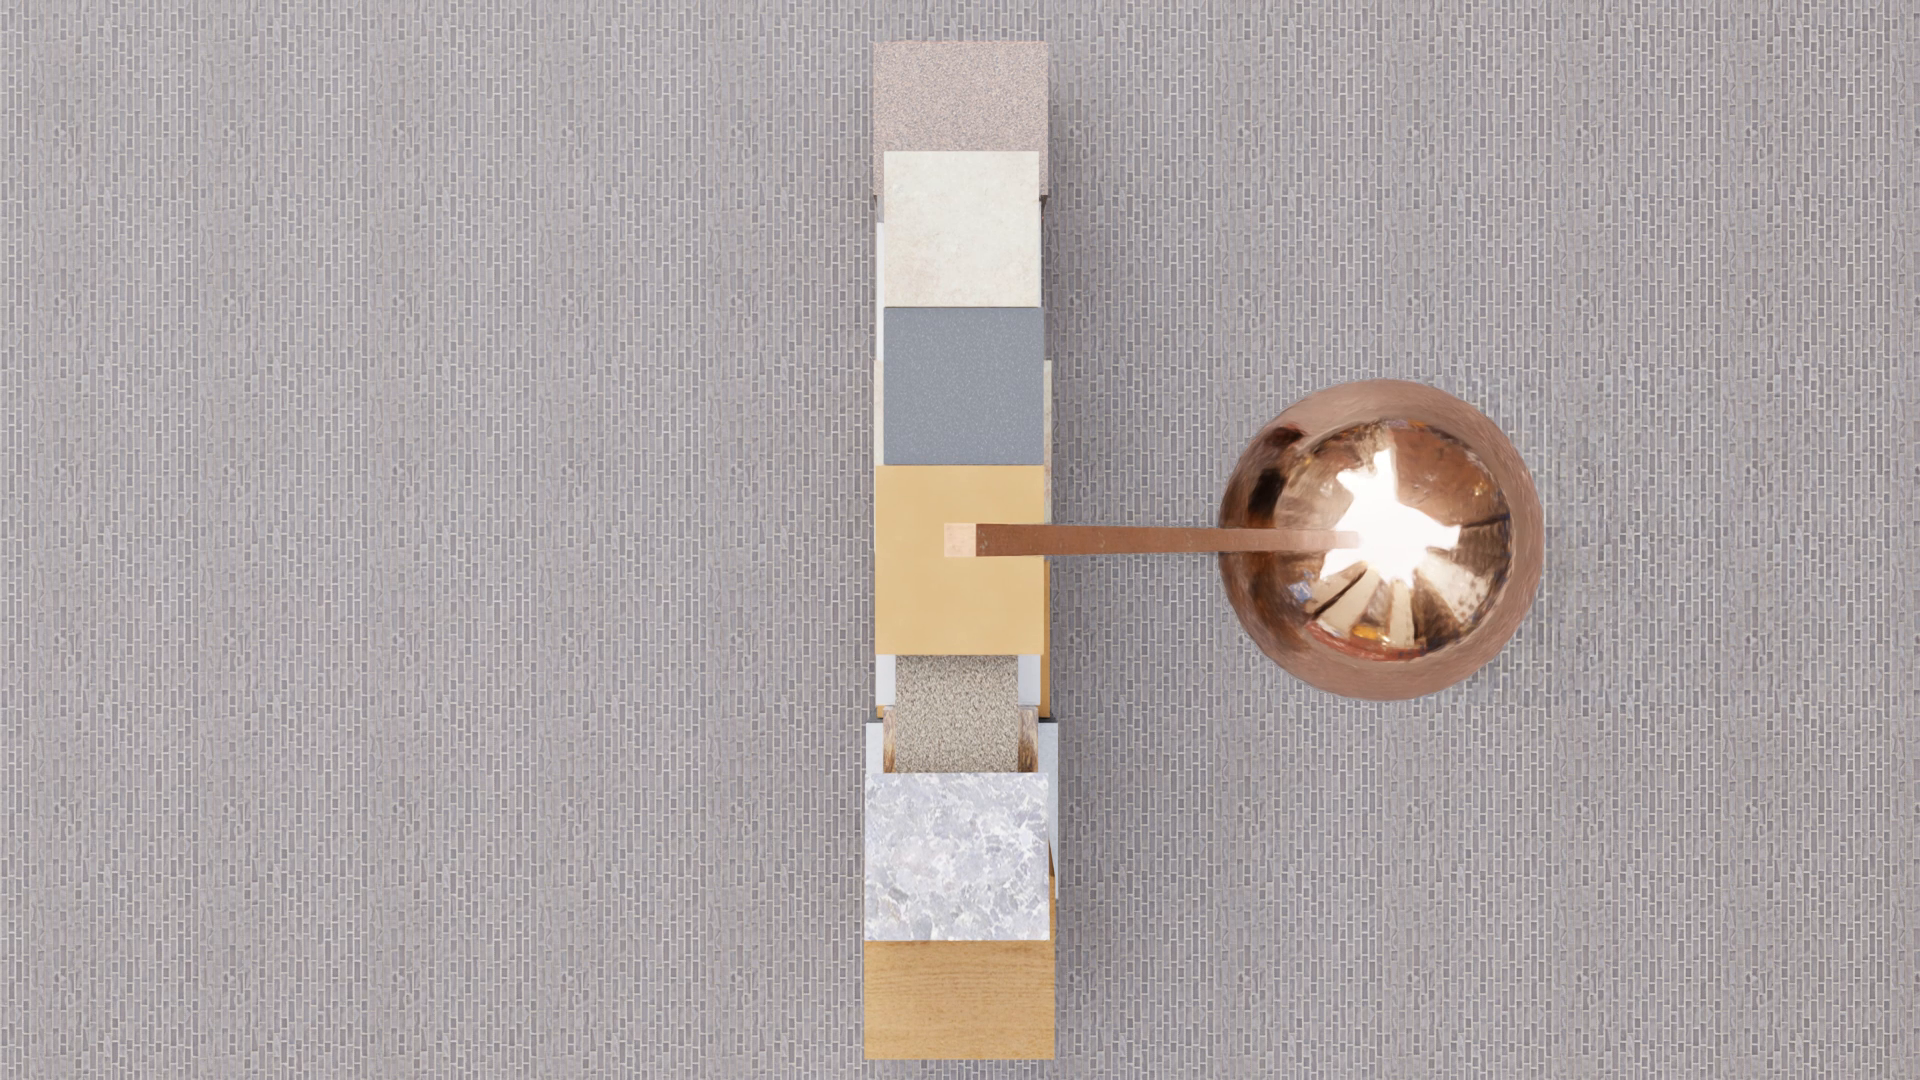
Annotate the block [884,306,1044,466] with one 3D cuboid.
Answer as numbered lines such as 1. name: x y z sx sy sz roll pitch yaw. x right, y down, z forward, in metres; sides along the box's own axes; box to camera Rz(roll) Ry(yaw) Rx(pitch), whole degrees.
1. block: 0.017 -0.736 10.772 0.758 0.771 0.746 0 91 0

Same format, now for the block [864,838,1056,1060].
1. block: -0.002 2.097 11.460 0.954 0.893 0.941 0 96 0

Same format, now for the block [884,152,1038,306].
1. block: 0.007 -1.484 10.733 0.724 0.836 0.722 0 93 0

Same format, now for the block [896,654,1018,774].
1. block: -0.015 0.829 10.751 0.585 0.573 0.583 0 90 0

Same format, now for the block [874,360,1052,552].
1. block: 0.013 -0.434 11.674 0.900 1.021 0.972 0 91 0

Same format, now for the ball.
1. ball: 2.074 0.000 10.889 1.600 1.600 1.600 0 90 0

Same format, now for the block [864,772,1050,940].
1. block: -0.015 1.519 10.534 0.843 0.900 0.760 0 81 0

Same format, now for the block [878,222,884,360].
1. block: -0.009 -1.281 12.589 0.901 0.822 0.951 0 90 0

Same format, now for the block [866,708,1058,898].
1. block: 0.011 1.465 12.446 1.037 1.108 0.949 0 90 0

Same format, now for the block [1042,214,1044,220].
1. block: 0.018 -2.251 12.533 0.879 0.934 0.968 0 90 0

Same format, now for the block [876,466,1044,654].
1. block: -0.002 0.085 10.751 0.793 0.846 0.890 0 91 0

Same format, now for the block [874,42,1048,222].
1. block: 0.004 -2.134 11.601 0.885 0.931 0.771 0 90 0

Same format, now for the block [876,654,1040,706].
1. block: -0.009 0.454 11.735 0.845 0.833 0.791 0 90 0

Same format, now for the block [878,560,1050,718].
1. block: 0.019 0.548 12.576 0.953 0.848 0.865 0 90 0

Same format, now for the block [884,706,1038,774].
1. block: 0.004 1.210 11.464 0.779 0.855 0.716 0 90 0

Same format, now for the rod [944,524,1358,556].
1. rod: 0.899 0.000 7.699 0.080 5.200 0.080 0 90 20

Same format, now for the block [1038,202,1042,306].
1. block: 0.018 -1.339 11.731 0.797 0.893 0.798 0 90 0
